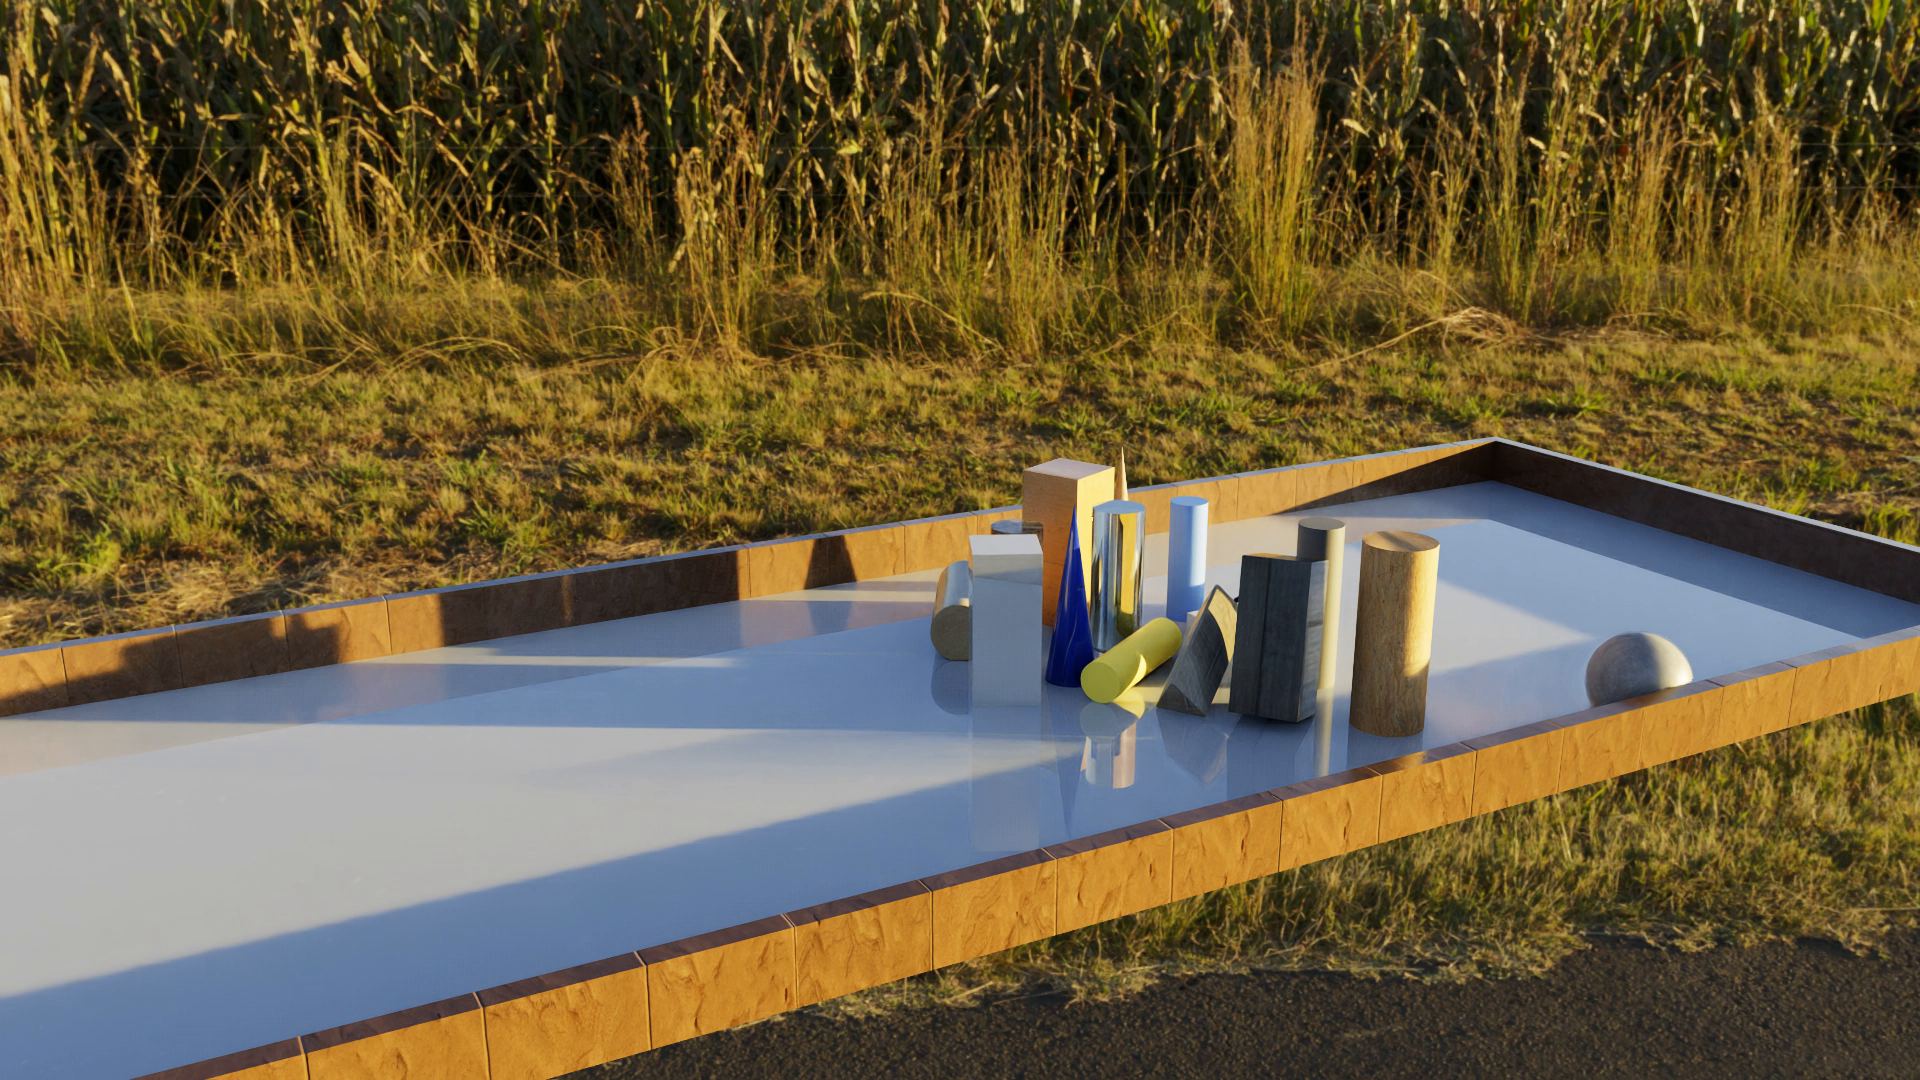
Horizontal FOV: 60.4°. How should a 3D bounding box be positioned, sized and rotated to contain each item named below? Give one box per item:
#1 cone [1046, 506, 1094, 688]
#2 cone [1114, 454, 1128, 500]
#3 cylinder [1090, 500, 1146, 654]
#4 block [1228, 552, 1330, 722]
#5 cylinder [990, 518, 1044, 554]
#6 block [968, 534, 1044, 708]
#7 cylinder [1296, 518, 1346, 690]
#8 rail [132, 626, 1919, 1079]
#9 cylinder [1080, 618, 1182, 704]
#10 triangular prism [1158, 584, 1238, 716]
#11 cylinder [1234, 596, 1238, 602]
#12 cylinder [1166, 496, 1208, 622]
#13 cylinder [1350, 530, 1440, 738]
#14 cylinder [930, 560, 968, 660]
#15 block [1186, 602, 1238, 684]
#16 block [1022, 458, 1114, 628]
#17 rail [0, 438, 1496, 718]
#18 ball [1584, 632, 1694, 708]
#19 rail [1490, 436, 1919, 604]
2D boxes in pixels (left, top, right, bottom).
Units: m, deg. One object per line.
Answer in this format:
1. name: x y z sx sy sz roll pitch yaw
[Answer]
1. cone: 0.281 0.130 4.103 0.132 0.457 0.132 0 16 0
2. cone: 0.467 -0.064 4.808 0.117 0.431 0.117 0 16 0
3. cylinder: 0.413 0.098 4.343 0.139 0.383 0.139 0 16 0
4. block: 0.751 0.224 3.880 0.164 0.369 0.164 6 4 26
5. cylinder: 0.150 0.117 4.389 0.139 0.321 0.139 0 16 0
6. block: 0.108 0.195 4.009 0.166 0.385 0.166 -1 16 -3
7. cylinder: 0.884 0.157 4.089 0.113 0.412 0.113 0 16 0
8. rail: -2.336 1.006 1.665 12.000 0.150 0.050 -9 18 -27
9. cylinder: 0.436 0.299 4.149 0.106 0.106 0.380 9 19 29
10. triangular prism: 0.579 0.260 3.992 0.128 0.111 0.313 9 52 29
11. cylinder: 0.880 0.171 4.533 0.135 0.135 0.342 12 20 36
12. cylinder: 0.630 0.053 4.580 0.103 0.335 0.103 0 16 0
13. cylinder: 1.005 0.217 3.825 0.171 0.447 0.171 0 16 0
14. cylinder: 0.006 0.186 4.453 0.152 0.152 0.394 1 16 2
15. block: 0.753 0.251 4.241 0.315 0.146 0.146 -9 19 -28
16. block: 0.296 0.011 4.557 0.180 0.429 0.180 12 20 36
17. rail: -3.305 0.497 3.399 12.000 0.150 0.050 -9 18 -27
18. ball: 1.570 0.330 3.818 0.233 0.233 0.233 0 16 0
19. rail: 2.466 -0.048 5.253 0.050 0.150 2.100 -9 18 -27
